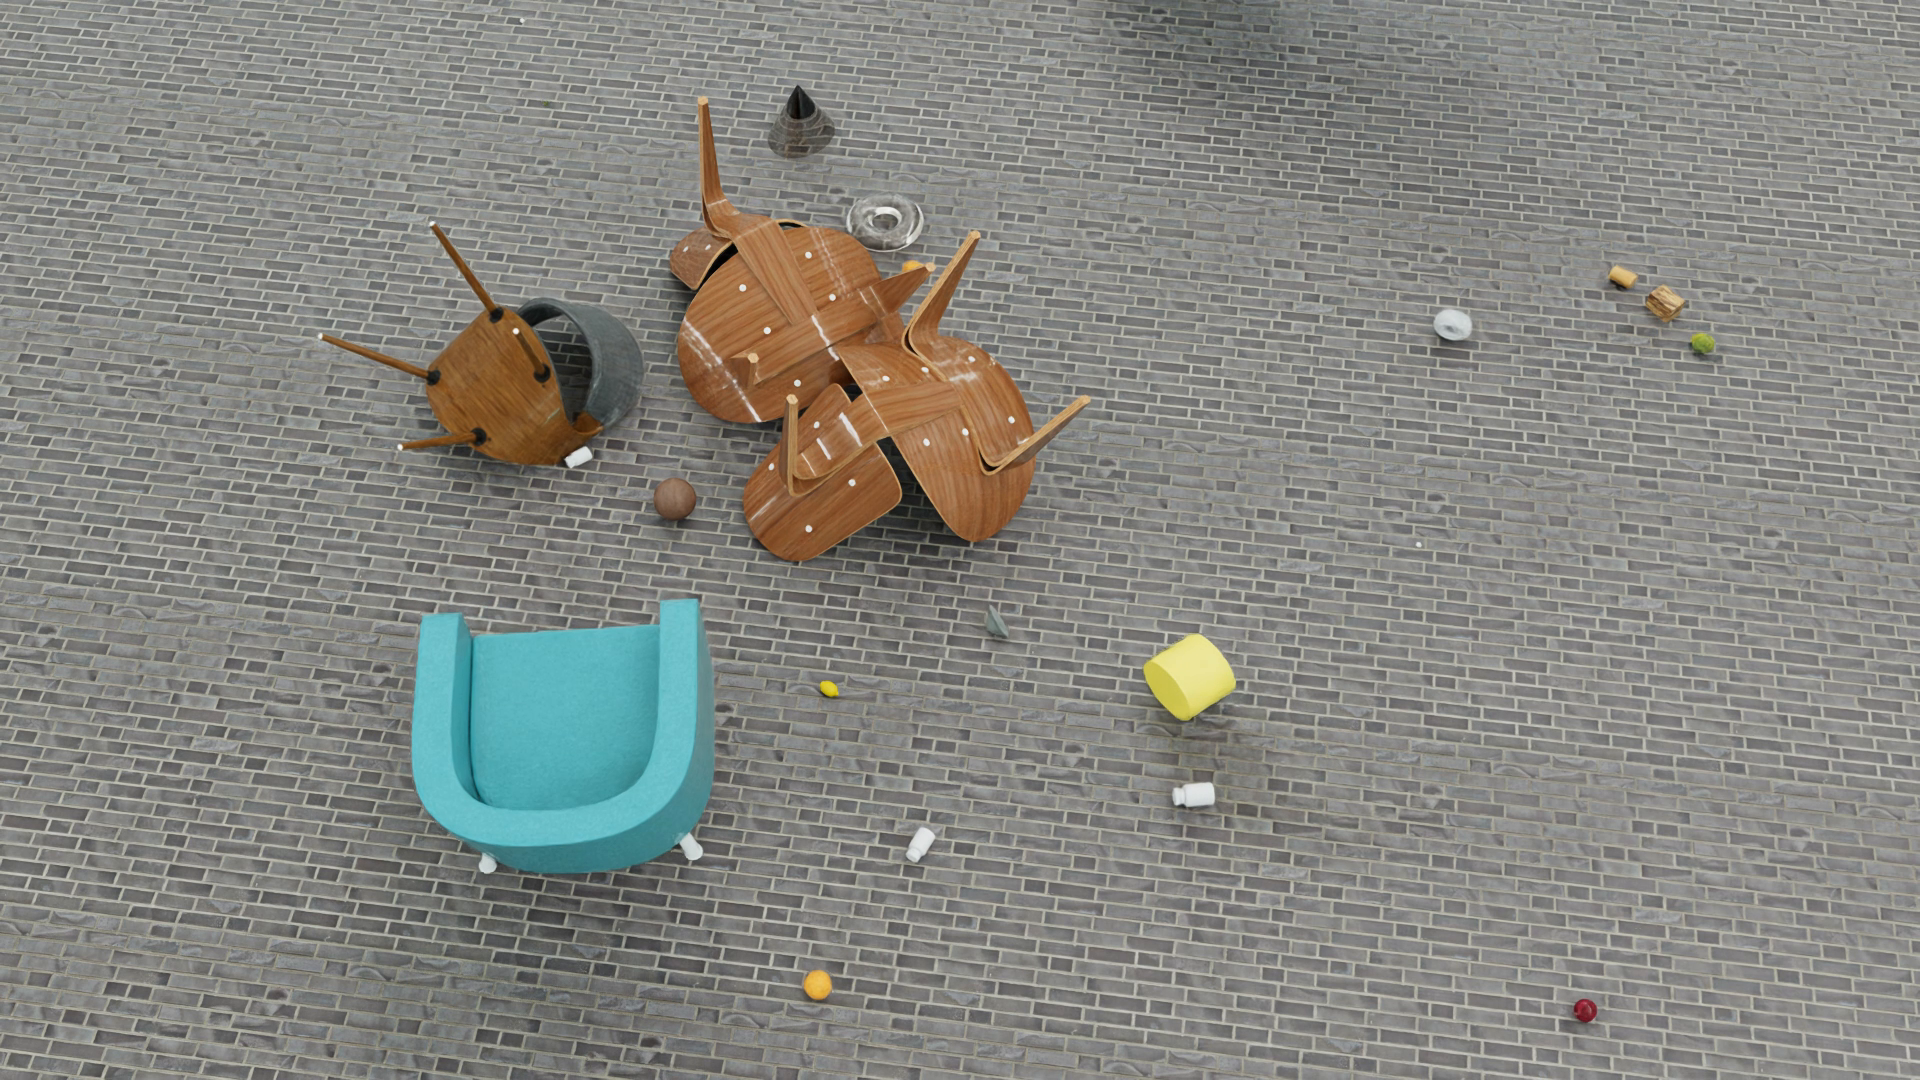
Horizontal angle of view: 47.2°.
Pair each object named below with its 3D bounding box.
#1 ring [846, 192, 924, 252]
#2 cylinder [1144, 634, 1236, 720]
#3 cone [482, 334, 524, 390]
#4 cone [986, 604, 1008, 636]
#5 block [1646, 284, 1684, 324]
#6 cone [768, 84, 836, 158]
[{"bbox_3d":[-0.247,-1.049,7.247,0.256,0.051,0.250,0,57,1],"label":"ring"},{"bbox_3d":[0.648,0.387,6.203,0.160,0.181,0.213,-30,40,-19],"label":"cylinder"},{"bbox_3d":[-1.440,-0.587,6.857,0.133,0.185,0.157,-12,57,-8],"label":"cone"},{"bbox_3d":[0.093,0.248,6.392,0.050,0.062,0.121,-37,54,14],"label":"cone"},{"bbox_3d":[2.258,-0.757,7.043,0.063,0.064,0.092,-32,62,-19],"label":"block"},{"bbox_3d":[-0.541,-1.451,7.406,0.250,0.235,0.206,-39,64,-23],"label":"cone"}]
